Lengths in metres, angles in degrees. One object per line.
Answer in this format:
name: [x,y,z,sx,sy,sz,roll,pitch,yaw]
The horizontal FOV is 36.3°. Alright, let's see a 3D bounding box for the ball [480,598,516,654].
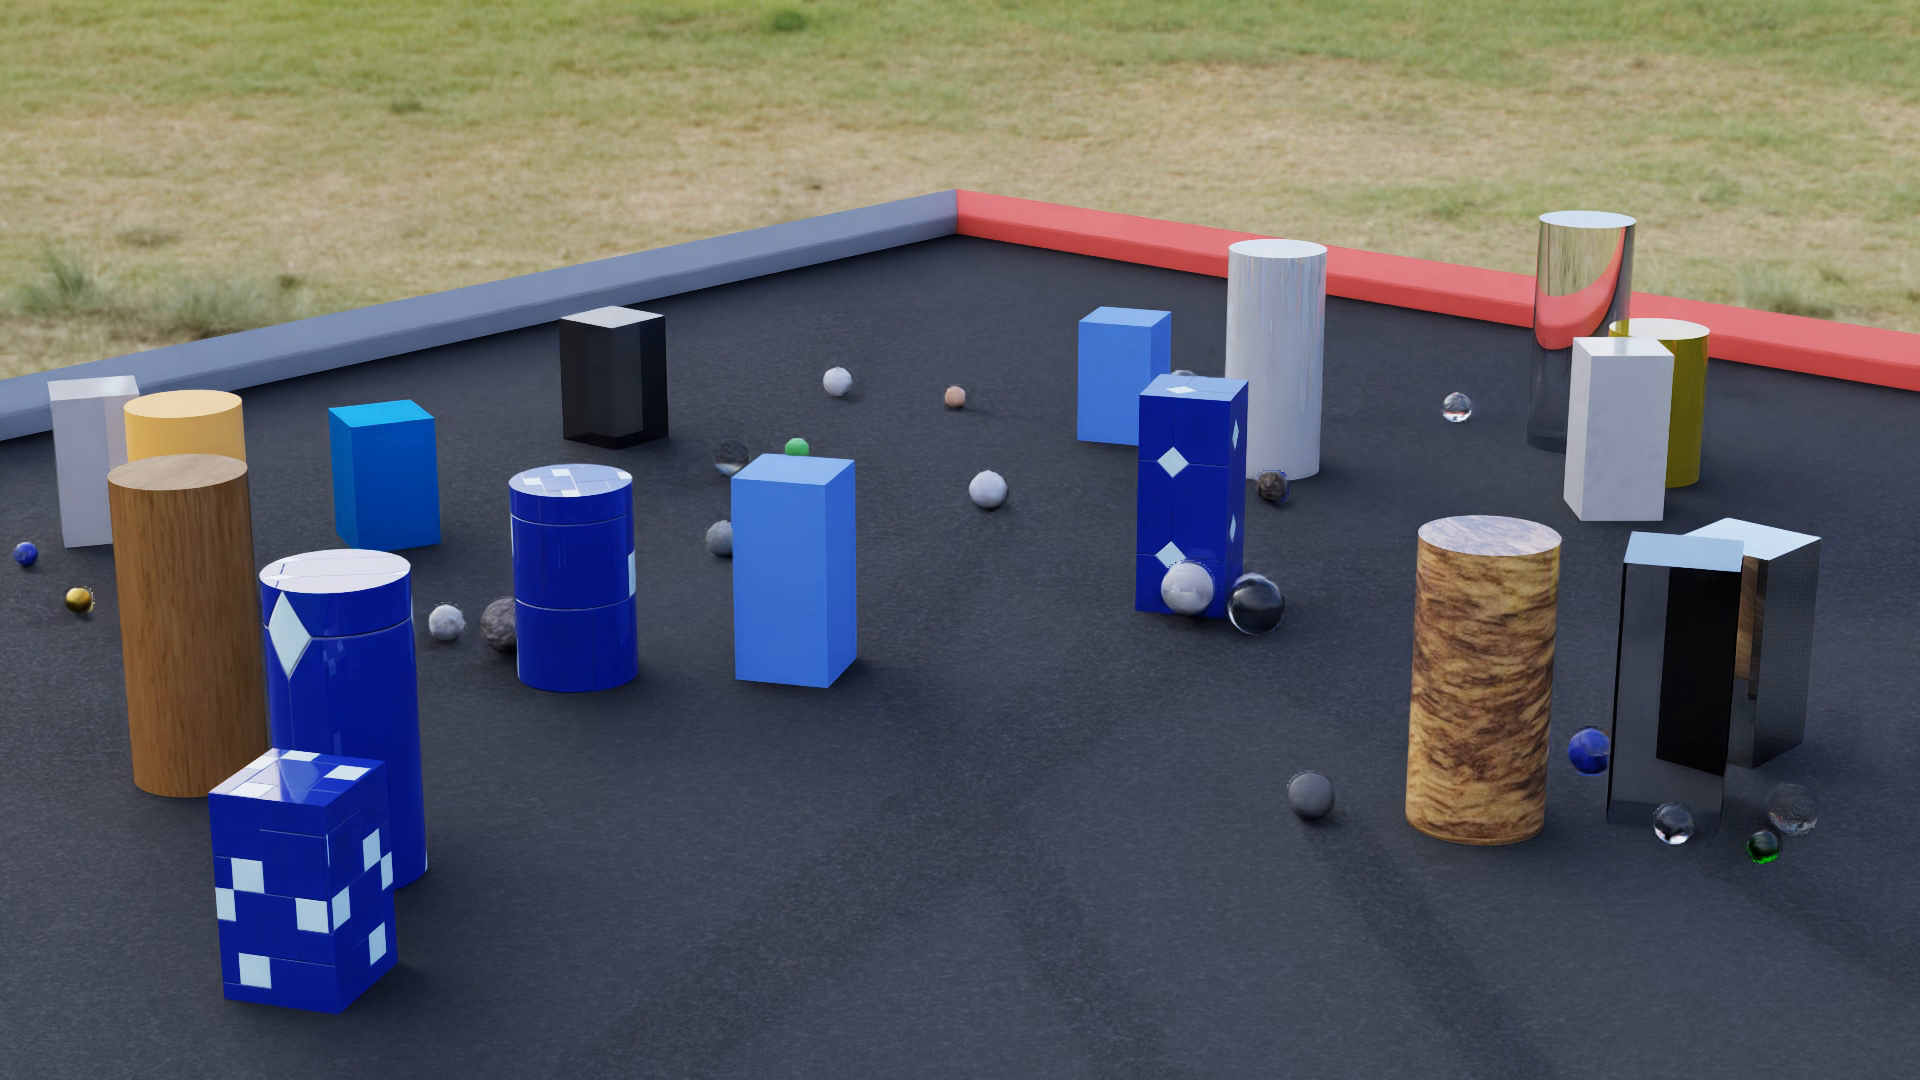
ball: [-0.741,0.141,4.818,0.093,0.093,0.093,0,17,0]

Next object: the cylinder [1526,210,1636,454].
cylinder: [1.281,-0.429,6.053,0.194,0.472,0.194,0,17,0]

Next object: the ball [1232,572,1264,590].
ball: [0.498,0.091,5.003,0.070,0.070,0.070,0,17,0]

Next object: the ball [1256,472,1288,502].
ball: [0.604,-0.102,5.681,0.061,0.061,0.061,0,17,0]

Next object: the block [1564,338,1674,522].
block: [1.255,-0.213,5.595,0.155,0.321,0.155,0,17,-1]

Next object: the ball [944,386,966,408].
ball: [-0.011,-0.311,6.397,0.048,0.048,0.048,0,17,0]

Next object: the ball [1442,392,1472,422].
ball: [1.063,-0.284,6.278,0.063,0.063,0.063,0,17,0]

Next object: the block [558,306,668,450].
block: [-0.723,-0.340,6.125,0.155,0.259,0.155,13,21,37]

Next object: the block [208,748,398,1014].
block: [-0.804,0.417,3.598,0.155,0.270,0.155,5,17,16]

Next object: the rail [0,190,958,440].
rail: [-1.644,-0.381,6.487,0.045,0.126,5.034,14,22,39]

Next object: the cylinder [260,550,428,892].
cylinder: [-0.819,0.244,3.904,0.194,0.425,0.194,0,17,0]

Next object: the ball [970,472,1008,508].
ball: [0.054,-0.096,5.640,0.073,0.073,0.073,0,17,0]

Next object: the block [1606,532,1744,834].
block: [1.005,0.199,4.122,0.155,0.384,0.155,5,17,16]

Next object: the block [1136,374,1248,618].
block: [0.399,-0.077,5.039,0.155,0.382,0.155,5,17,16]

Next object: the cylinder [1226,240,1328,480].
cylinder: [0.629,-0.362,5.866,0.194,0.450,0.194,0,17,0]

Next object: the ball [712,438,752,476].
ball: [-0.456,-0.167,5.866,0.077,0.077,0.077,0,17,0]

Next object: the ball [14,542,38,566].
ball: [-1.685,0.025,5.290,0.042,0.042,0.042,0,17,0]

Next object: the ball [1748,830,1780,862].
ball: [1.094,0.417,3.990,0.043,0.043,0.043,0,17,0]

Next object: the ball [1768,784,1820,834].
ball: [1.162,0.375,4.084,0.069,0.069,0.069,0,17,0]

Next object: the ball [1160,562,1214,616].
ball: [0.385,0.083,4.958,0.090,0.090,0.090,0,17,0]

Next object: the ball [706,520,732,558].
ball: [-0.430,-0.002,5.338,0.066,0.066,0.066,0,17,0]

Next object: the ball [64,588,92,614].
ball: [-1.511,0.104,5.025,0.045,0.045,0.045,0,17,0]

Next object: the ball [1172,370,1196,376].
ball: [0.483,-0.326,6.375,0.088,0.088,0.088,0,17,0]

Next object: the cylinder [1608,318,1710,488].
cylinder: [1.382,-0.274,5.836,0.194,0.300,0.194,0,17,0]

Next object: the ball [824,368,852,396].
ball: [-0.271,-0.351,6.498,0.065,0.065,0.065,0,17,0]

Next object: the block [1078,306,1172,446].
block: [0.345,-0.344,6.149,0.155,0.254,0.155,6,18,19]

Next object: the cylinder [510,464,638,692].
cylinder: [-0.616,0.060,4.690,0.194,0.323,0.194,0,17,0]

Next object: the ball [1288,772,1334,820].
ball: [0.495,0.361,4.135,0.066,0.066,0.066,0,17,0]

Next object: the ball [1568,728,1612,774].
ball: [0.907,0.304,4.213,0.066,0.066,0.066,0,17,0]

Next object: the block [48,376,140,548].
block: [-1.600,-0.148,5.453,0.155,0.279,0.155,-6,18,-18]

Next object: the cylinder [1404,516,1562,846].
cylinder: [0.727,0.194,4.082,0.194,0.418,0.194,0,17,0]

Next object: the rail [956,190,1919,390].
rail: [1.635,-0.512,6.923,4.401,0.126,0.045,14,22,39]

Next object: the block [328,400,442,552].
block: [-1.064,-0.118,5.423,0.155,0.240,0.155,-8,19,-25]

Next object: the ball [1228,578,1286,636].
ball: [0.497,0.111,4.911,0.097,0.097,0.097,0,17,0]

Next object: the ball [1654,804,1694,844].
ball: [0.986,0.393,4.050,0.055,0.055,0.055,0,17,0]

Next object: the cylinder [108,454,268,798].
cylinder: [-1.115,0.122,4.246,0.194,0.459,0.194,0,17,0]

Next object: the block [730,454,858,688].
block: [-0.264,0.047,4.709,0.155,0.335,0.155,5,17,15]

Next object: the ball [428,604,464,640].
ball: [-0.856,0.138,4.887,0.060,0.060,0.060,0,17,0]

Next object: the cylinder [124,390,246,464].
cylinder: [-1.316,-0.058,5.017,0.194,0.360,0.194,0,17,0]

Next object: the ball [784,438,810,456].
ball: [-0.331,-0.183,5.966,0.051,0.051,0.051,0,17,0]

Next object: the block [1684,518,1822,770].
block: [1.165,0.152,4.382,0.155,0.323,0.155,15,23,41]
